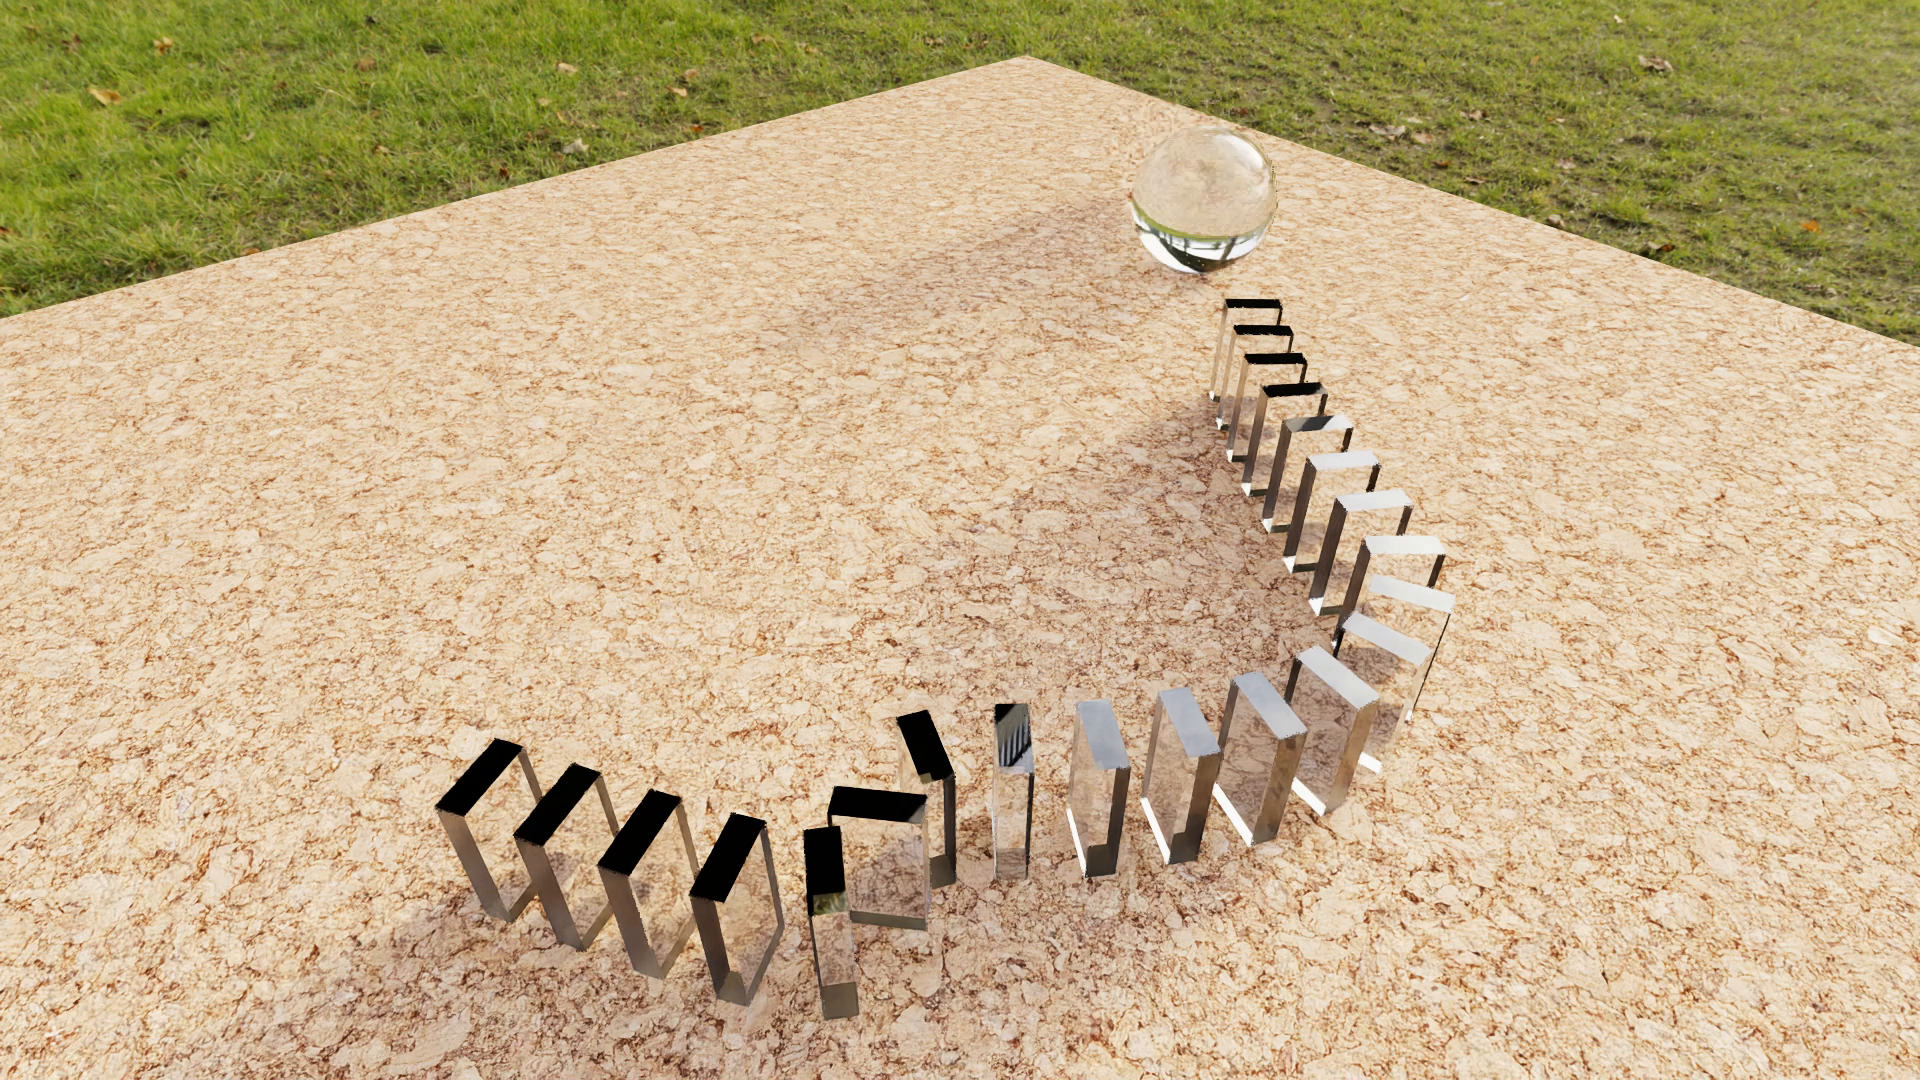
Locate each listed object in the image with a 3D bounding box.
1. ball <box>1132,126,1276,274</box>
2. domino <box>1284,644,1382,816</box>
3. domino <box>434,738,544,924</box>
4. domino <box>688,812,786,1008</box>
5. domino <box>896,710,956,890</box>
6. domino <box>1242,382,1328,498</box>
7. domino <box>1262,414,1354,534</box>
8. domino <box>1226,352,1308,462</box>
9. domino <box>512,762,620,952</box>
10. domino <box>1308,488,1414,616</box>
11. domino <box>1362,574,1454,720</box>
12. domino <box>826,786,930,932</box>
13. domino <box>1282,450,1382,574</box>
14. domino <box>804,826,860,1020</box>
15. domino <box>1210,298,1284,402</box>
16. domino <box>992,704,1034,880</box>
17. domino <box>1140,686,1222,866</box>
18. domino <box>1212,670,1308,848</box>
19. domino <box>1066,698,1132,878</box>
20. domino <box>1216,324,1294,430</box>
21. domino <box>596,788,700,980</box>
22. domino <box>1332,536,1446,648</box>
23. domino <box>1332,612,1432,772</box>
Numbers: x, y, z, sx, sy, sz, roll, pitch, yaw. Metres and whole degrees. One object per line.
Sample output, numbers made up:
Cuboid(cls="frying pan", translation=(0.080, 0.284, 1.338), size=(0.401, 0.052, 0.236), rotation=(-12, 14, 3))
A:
Cuboid(cls="ball", translation=(0.137, -0.192, 0.622), size=(0.080, 0.080, 0.080), rotation=(0, 39, 0))
Cuboid(cls="domino", translation=(0.111, 0.059, 0.339), size=(0.010, 0.050, 0.025), rotation=(-21, 44, -24))
Cuboid(cls="domino", translation=(-0.129, 0.083, 0.311), size=(0.010, 0.050, 0.025), rotation=(13, 41, 15))
Cuboid(cls="domino", translation=(-0.058, 0.098, 0.291), size=(0.009, 0.050, 0.025), rotation=(10, 40, 12))
Cuboid(cls="domino", translation=(-0.010, 0.076, 0.319), size=(0.009, 0.050, 0.025), rotation=(-12, 41, -14))
Cuboid(cls="domino", translation=(0.136, -0.042, 0.462), size=(0.025, 0.050, 0.009), rotation=(-4, 40, -5))
Cuboid(cls="domino", translation=(0.139, -0.026, 0.443), size=(0.025, 0.050, 0.009), rotation=(-5, 40, -6))
Cuboid(cls="domino", translation=(0.134, -0.057, 0.482), size=(0.025, 0.050, 0.010), rotation=(-1, 39, -1))
Cuboid(cls="domino", translation=(-0.105, 0.088, 0.304), size=(0.010, 0.050, 0.025), rotation=(13, 41, 16))
Cuboid(cls="domino", translation=(0.147, 0.005, 0.405), size=(0.025, 0.050, 0.010), rotation=(-6, 40, -7))
Cuboid(cls="domino", translation=(0.144, 0.036, 0.367), size=(0.025, 0.050, 0.009), rotation=(17, 42, 19))
Cuboid(cls="domino", translation=(-0.022, 0.089, 0.303), size=(0.025, 0.050, 0.010), rotation=(5, 40, 6))
Cuboid(cls="domino", translation=(0.143, -0.010, 0.424), size=(0.025, 0.050, 0.009), rotation=(-5, 40, -7))
Cuboid(cls="domino", translation=(-0.034, 0.101, 0.288), size=(0.009, 0.050, 0.025), rotation=(-6, 40, -7))
Cuboid(cls="domino", translation=(0.135, -0.089, 0.520), size=(0.025, 0.050, 0.009), rotation=(1, 39, 1))
Cuboid(cls="domino", translation=(0.015, 0.074, 0.321), size=(0.010, 0.050, 0.025), rotation=(-1, 39, -1))
Cuboid(cls="domino", translation=(0.065, 0.070, 0.326), size=(0.009, 0.050, 0.025), rotation=(-8, 40, -9))
Cuboid(cls="domino", translation=(0.089, 0.066, 0.331), size=(0.009, 0.050, 0.025), rotation=(-13, 41, -16))
Cuboid(cls="domino", translation=(0.040, 0.073, 0.322), size=(0.010, 0.050, 0.025), rotation=(-5, 40, -6))
Cuboid(cls="domino", translation=(0.134, -0.073, 0.501), size=(0.025, 0.050, 0.009), rotation=(1, 39, 1))
Cuboid(cls="domino", translation=(-0.082, 0.094, 0.297), size=(0.010, 0.050, 0.025), rotation=(13, 41, 15))
Cuboid(cls="domino", translation=(0.150, 0.021, 0.386), size=(0.025, 0.050, 0.009), rotation=(0, 39, 0))
Cuboid(cls="domino", translation=(0.130, 0.049, 0.351), size=(0.025, 0.050, 0.010), rotation=(30, 48, 31))
